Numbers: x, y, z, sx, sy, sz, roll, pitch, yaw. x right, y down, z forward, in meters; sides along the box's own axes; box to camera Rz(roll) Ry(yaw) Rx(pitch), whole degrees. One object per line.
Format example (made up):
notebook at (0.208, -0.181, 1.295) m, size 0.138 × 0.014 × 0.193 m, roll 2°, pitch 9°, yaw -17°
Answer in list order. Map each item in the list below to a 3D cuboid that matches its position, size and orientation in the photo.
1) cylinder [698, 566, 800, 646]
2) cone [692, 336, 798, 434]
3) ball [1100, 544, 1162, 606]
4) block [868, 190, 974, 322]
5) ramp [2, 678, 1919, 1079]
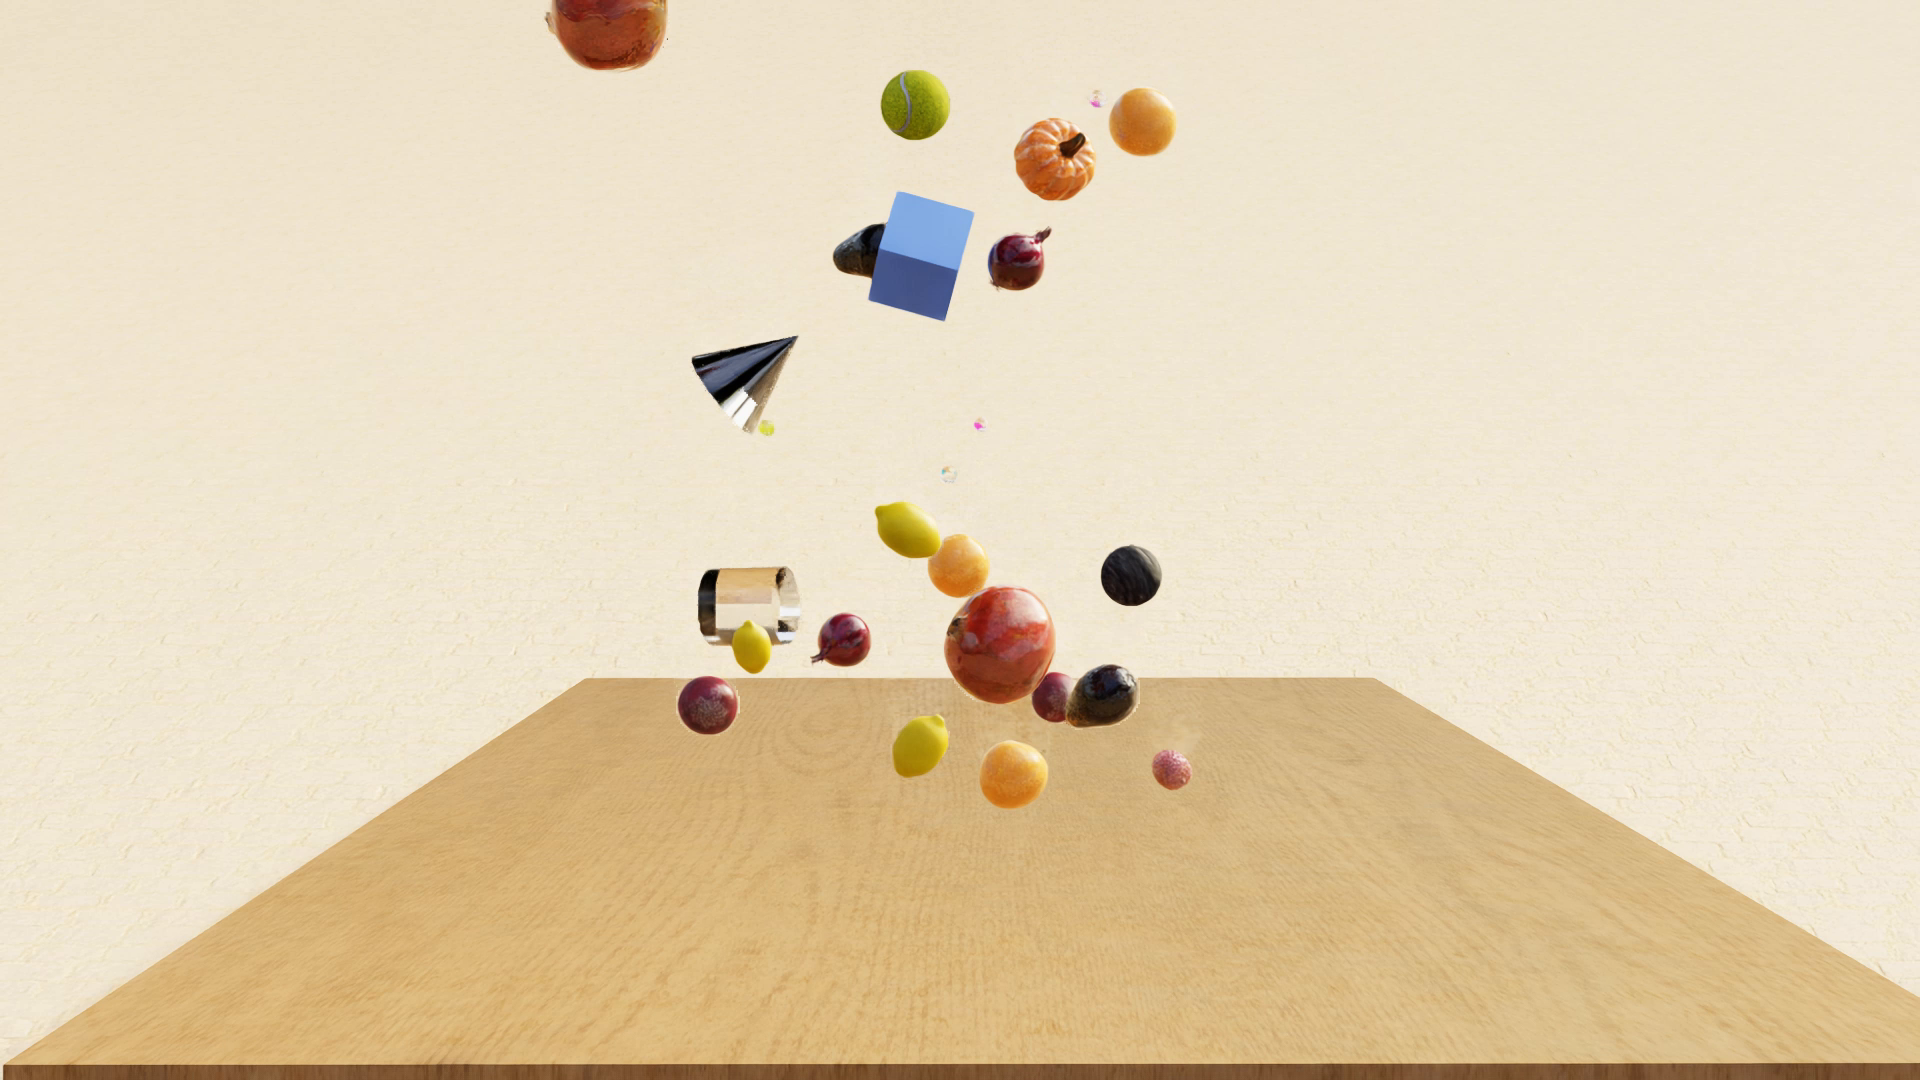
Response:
cylinder at (-0.227, 0.071, 2.763) m, size 0.085 × 0.085 × 0.085 m, roll -2°, pitch 22°, yaw 17°
cone at (-0.195, -0.171, 2.516) m, size 0.097 × 0.097 × 0.097 m, roll -37°, pitch 23°, yaw 8°
ball at (0.188, 0.039, 2.828) m, size 0.068 × 0.068 × 0.068 m, roll 0°, pitch 23°, yaw 0°
block at (-0.040, -0.295, 2.678) m, size 0.084 × 0.084 × 0.084 m, roll 16°, pitch 54°, yaw -1°
ramp at (0.053, 0.483, 4.539) m, size 2.000 × 0.100 × 4.000 m, roll 0°, pitch 2°, yaw 0°
